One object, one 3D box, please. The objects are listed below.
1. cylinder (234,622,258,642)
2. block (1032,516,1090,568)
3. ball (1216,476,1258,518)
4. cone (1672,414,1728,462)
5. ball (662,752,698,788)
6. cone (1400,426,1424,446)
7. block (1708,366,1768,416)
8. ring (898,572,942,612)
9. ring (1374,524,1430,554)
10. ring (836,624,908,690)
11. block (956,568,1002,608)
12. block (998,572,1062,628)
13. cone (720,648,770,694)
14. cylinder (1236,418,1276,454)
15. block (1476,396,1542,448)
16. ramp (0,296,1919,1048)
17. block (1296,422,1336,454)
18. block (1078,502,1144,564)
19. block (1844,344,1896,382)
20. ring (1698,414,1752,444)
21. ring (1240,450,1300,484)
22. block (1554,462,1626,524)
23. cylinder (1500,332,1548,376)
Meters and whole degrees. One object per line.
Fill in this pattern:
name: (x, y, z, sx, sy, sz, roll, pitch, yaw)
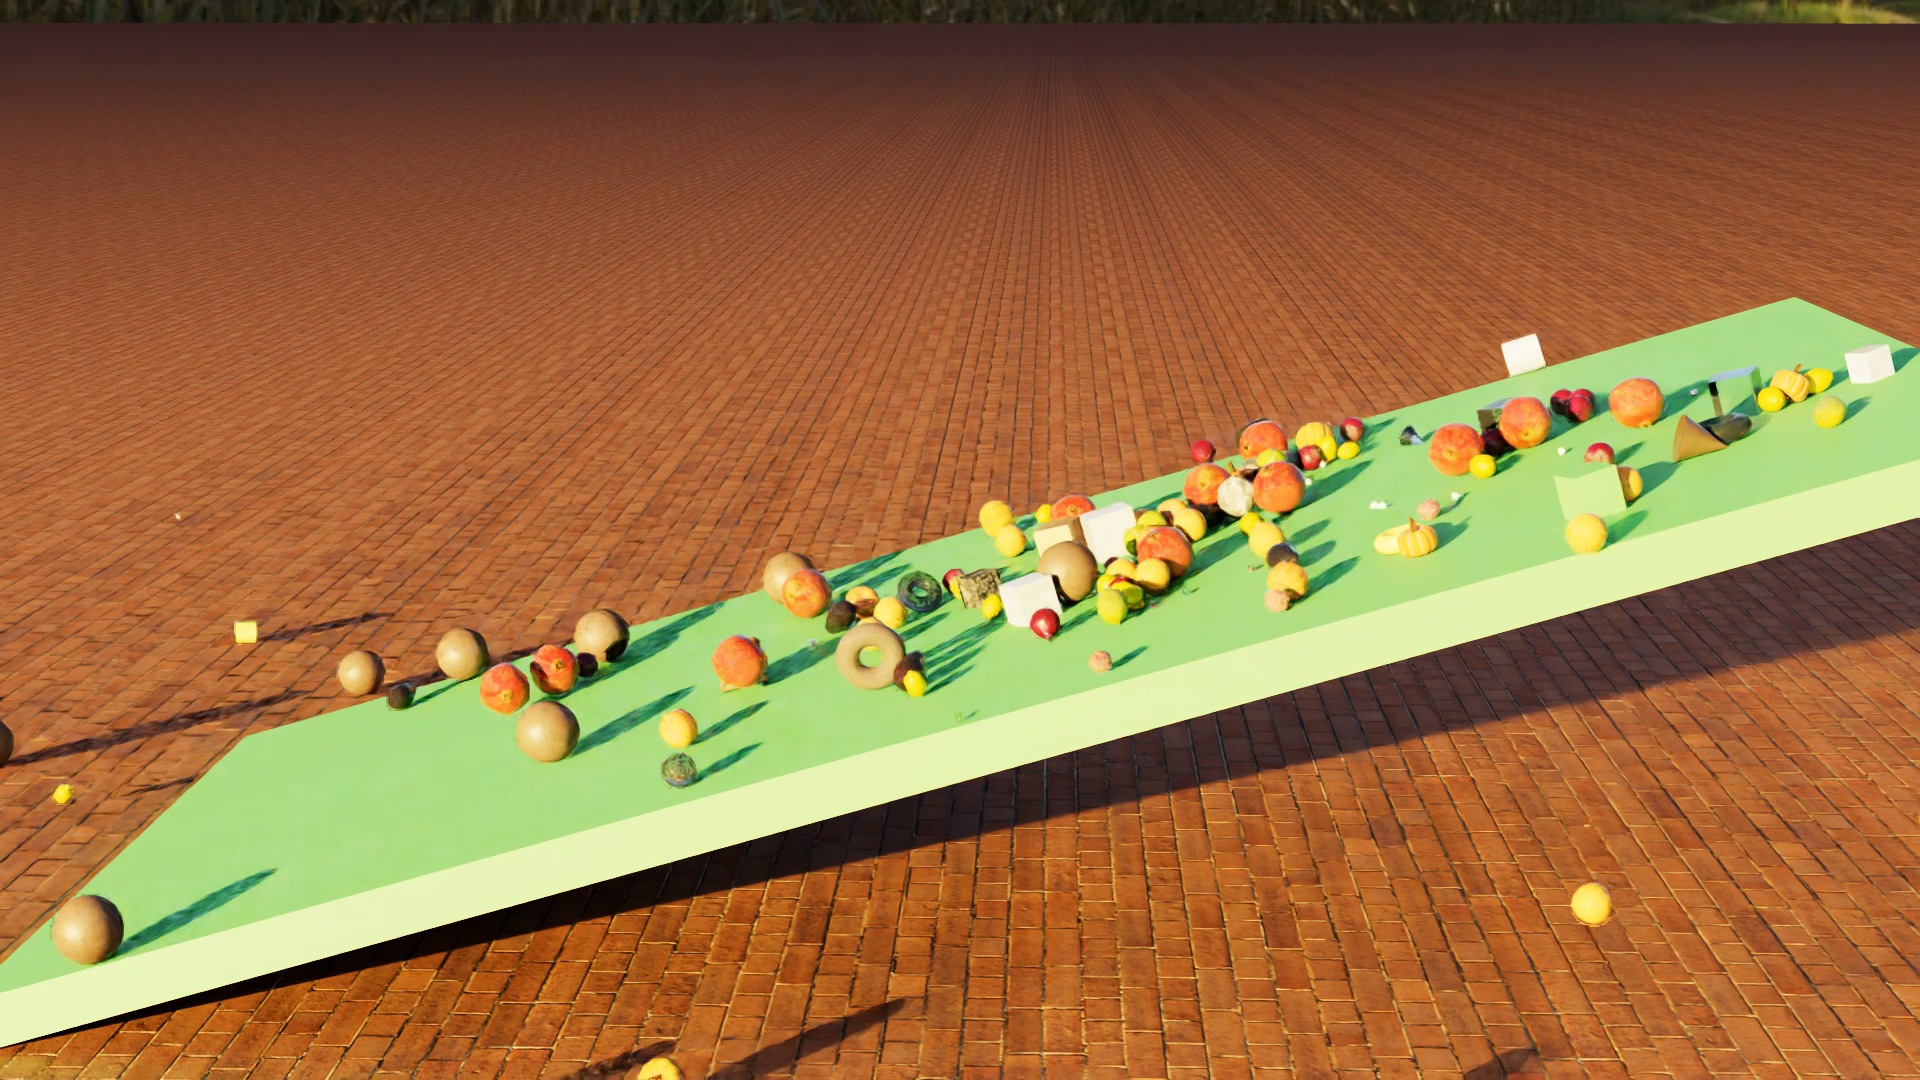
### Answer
cylinder: (-2.167, 0.279, 8.929, 0.062, 0.062, 0.062, 0, 11, -10)
block: (0.228, 0.004, 6.559, 0.087, 0.087, 0.087, -12, 11, 25)
ball: (0.608, -0.095, 6.441, 0.090, 0.090, 0.090, 0, 11, 0)
cone: (1.450, -0.189, 5.731, 0.098, 0.098, 0.098, 11, 11, 2)
ball: (-0.525, 0.430, 5.496, 0.066, 0.066, 0.066, 0, 11, 0)
cone: (1.037, -0.228, 6.694, 0.050, 0.050, 0.050, -10, 30, -43)
block: (1.584, -0.298, 5.988, 0.085, 0.085, 0.085, -11, 11, 30)
ring: (-0.089, 0.114, 6.478, 0.102, 0.034, 0.102, 9, 52, -11)
ring: (0.857, -0.003, 5.698, 0.110, 0.037, 0.110, -17, 9, 3)
ring: (-0.175, 0.230, 5.812, 0.141, 0.141, 0.047, 0, 19, -1)
block: (0.046, 0.105, 6.355, 0.068, 0.068, 0.068, -23, 11, -31)
block: (0.144, 0.123, 6.043, 0.085, 0.085, 0.085, -20, 10, -21)
cone: (-0.449, 0.287, 6.235, 0.099, 0.099, 0.099, 12, 12, 6)
cylinder: (0.726, -0.254, 7.209, 0.073, 0.073, 0.073, 8, 22, 35)
block: (1.195, -0.257, 6.402, 0.087, 0.087, 0.087, -23, 12, -34)
ramp: (0.090, 0.187, 6.320, 4.000, 0.100, 2.000, -16, 10, 5)
block: (0.846, -0.241, 6.983, 0.058, 0.058, 0.058, -22, 11, -27)
block: (0.332, -0.017, 6.469, 0.099, 0.099, 0.099, -18, 10, -8)
block: (1.843, -0.357, 5.957, 0.062, 0.062, 0.062, -20, 10, -20)
ring: (1.499, -0.216, 5.801, 0.127, 0.042, 0.127, -17, 8, 3)
ring: (0.719, -0.169, 6.822, 0.146, 0.049, 0.146, -15, 10, 3)
block: (1.178, -0.089, 5.498, 0.087, 0.087, 0.087, -19, 10, -12)
cylinder: (1.378, -0.451, 7.190, 0.087, 0.087, 0.087, -29, 9, 7)
